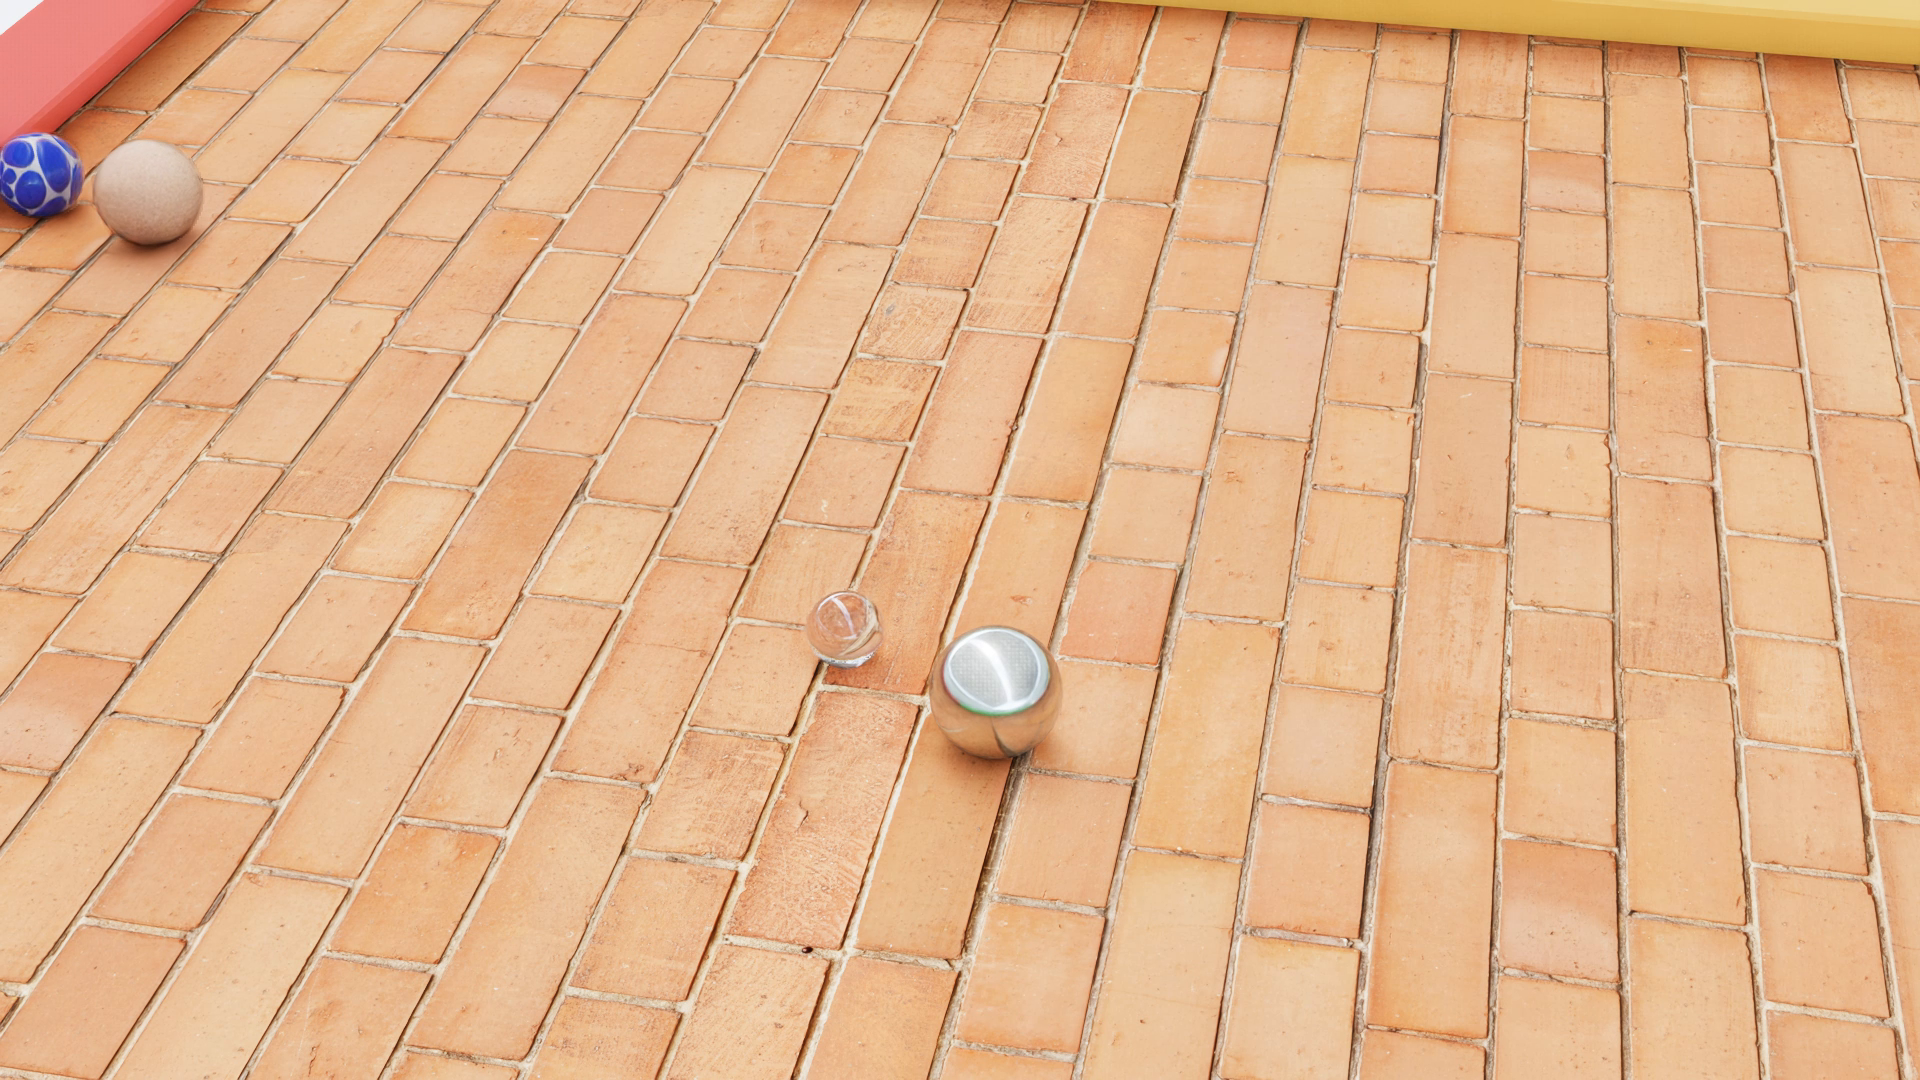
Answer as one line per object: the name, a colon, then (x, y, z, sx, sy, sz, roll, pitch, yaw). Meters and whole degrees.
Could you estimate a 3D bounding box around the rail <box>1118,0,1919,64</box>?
rail: (1.187, -0.492, 2.501, 4.006, 0.119, 0.045, 6, 35, 9)

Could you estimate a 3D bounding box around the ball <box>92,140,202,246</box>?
ball: (-0.715, -0.306, 2.257, 0.092, 0.092, 0.092, 0, 35, 0)

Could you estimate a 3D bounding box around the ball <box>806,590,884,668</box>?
ball: (-0.079, 0.061, 1.761, 0.054, 0.054, 0.054, 0, 35, 0)

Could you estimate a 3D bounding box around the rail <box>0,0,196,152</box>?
rail: (-0.959, -0.127, 1.973, 0.045, 0.119, 2.145, 6, 35, 9)

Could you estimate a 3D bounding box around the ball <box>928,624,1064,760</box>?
ball: (0.024, 0.099, 1.676, 0.088, 0.088, 0.088, 0, 35, 0)

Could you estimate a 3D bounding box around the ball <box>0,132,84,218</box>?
ball: (-0.826, -0.328, 2.304, 0.076, 0.076, 0.076, 0, 35, 0)
